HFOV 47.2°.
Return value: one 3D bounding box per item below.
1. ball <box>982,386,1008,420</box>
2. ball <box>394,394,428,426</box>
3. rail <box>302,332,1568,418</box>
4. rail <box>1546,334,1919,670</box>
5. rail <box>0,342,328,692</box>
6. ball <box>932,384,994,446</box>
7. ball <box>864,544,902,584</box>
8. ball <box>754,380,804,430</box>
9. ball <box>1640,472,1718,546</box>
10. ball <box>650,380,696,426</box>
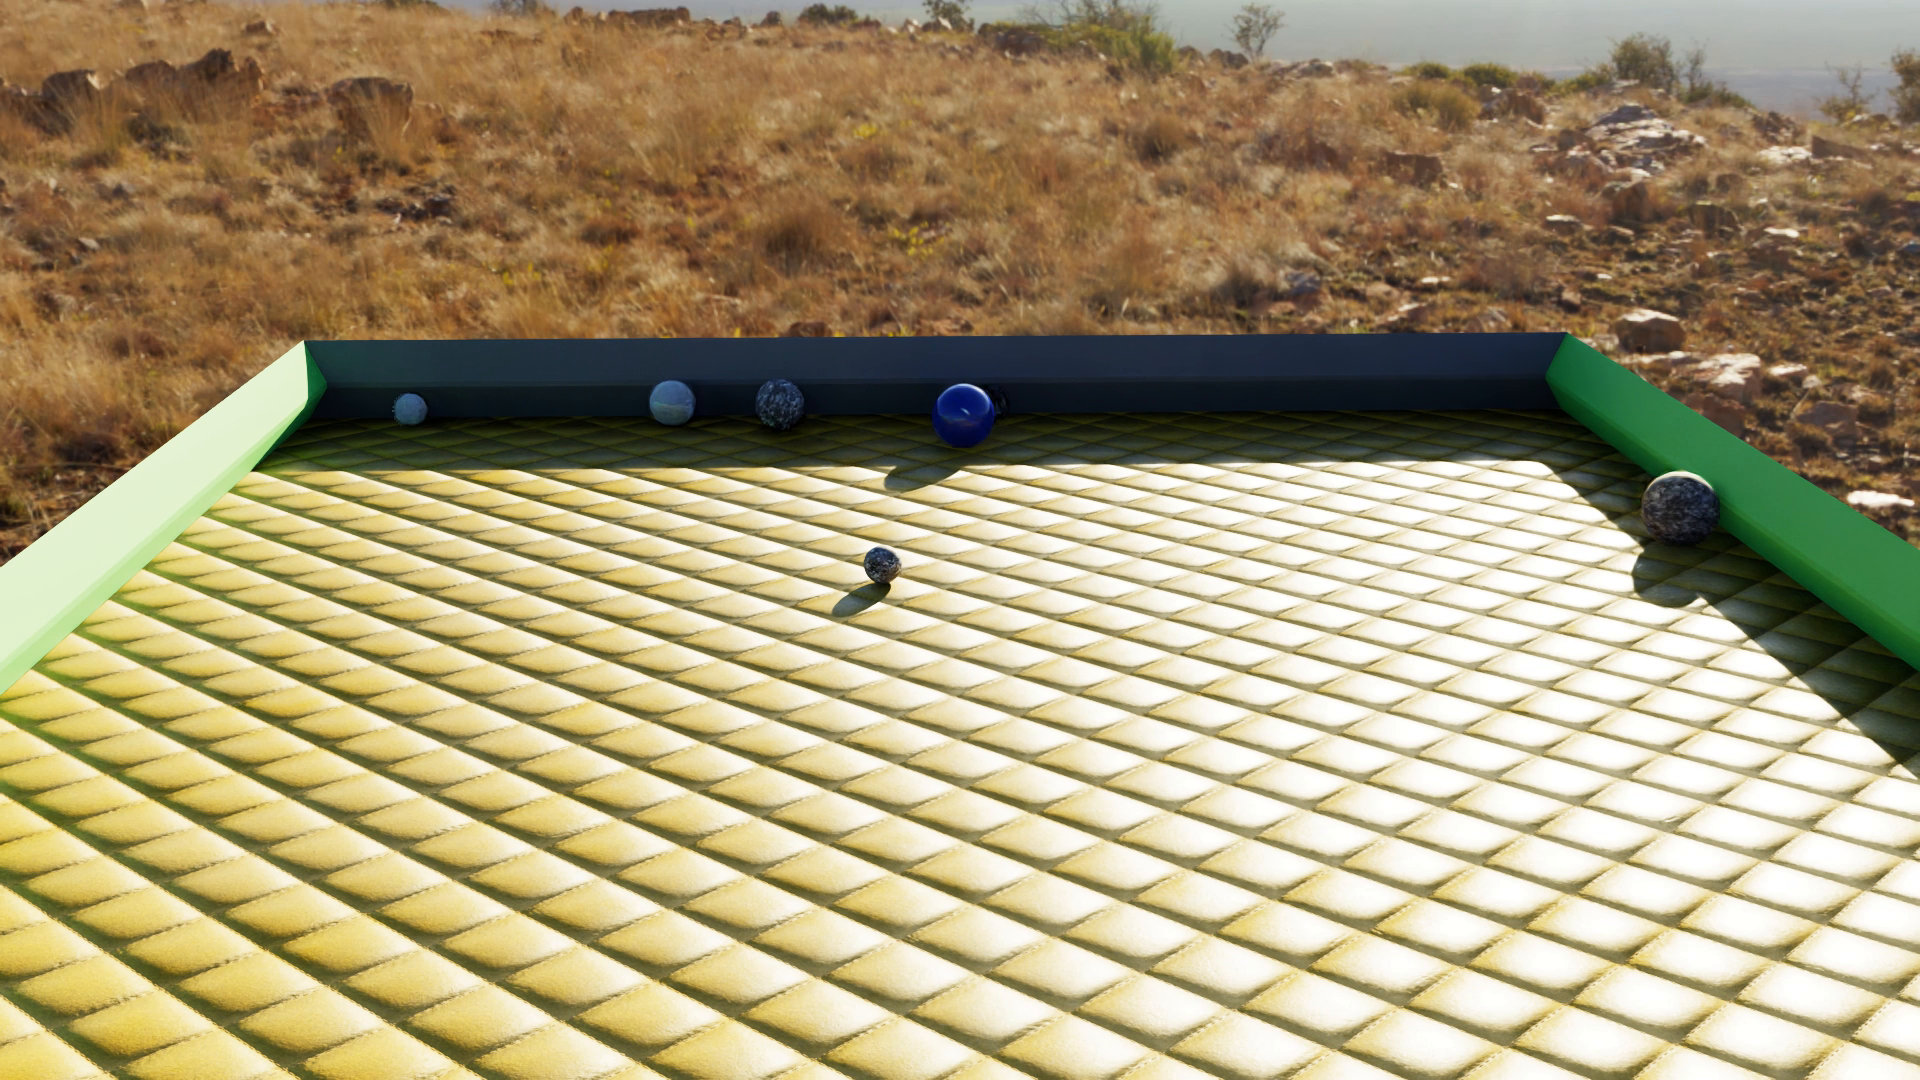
[{"bbox_3d":[0.049,-0.219,3.524,0.058,0.058,0.058,0,16,0],"label":"ball"},{"bbox_3d":[-0.873,-0.208,3.498,0.051,0.051,0.051,0,16,0],"label":"ball"},{"bbox_3d":[-0.030,-0.262,3.547,2.046,0.125,0.045,-1,16,-2],"label":"rail"},{"bbox_3d":[1.029,0.201,1.939,0.045,0.125,3.466,-1,16,-2],"label":"rail"},{"bbox_3d":[-0.968,0.220,1.871,0.045,0.125,3.466,-1,16,-2],"label":"rail"},{"bbox_3d":[0.005,-0.190,3.355,0.097,0.097,0.097,0,16,0],"label":"ball"},{"bbox_3d":[-0.094,0.030,2.679,0.047,0.047,0.047,0,16,0],"label":"ball"},{"bbox_3d":[-0.285,-0.214,3.469,0.078,0.078,0.078,0,16,0],"label":"ball"},{"bbox_3d":[0.928,-0.041,2.836,0.095,0.095,0.095,0,16,0],"label":"ball"},{"bbox_3d":[-0.456,-0.217,3.491,0.073,0.073,0.073,0,16,0],"label":"ball"}]
